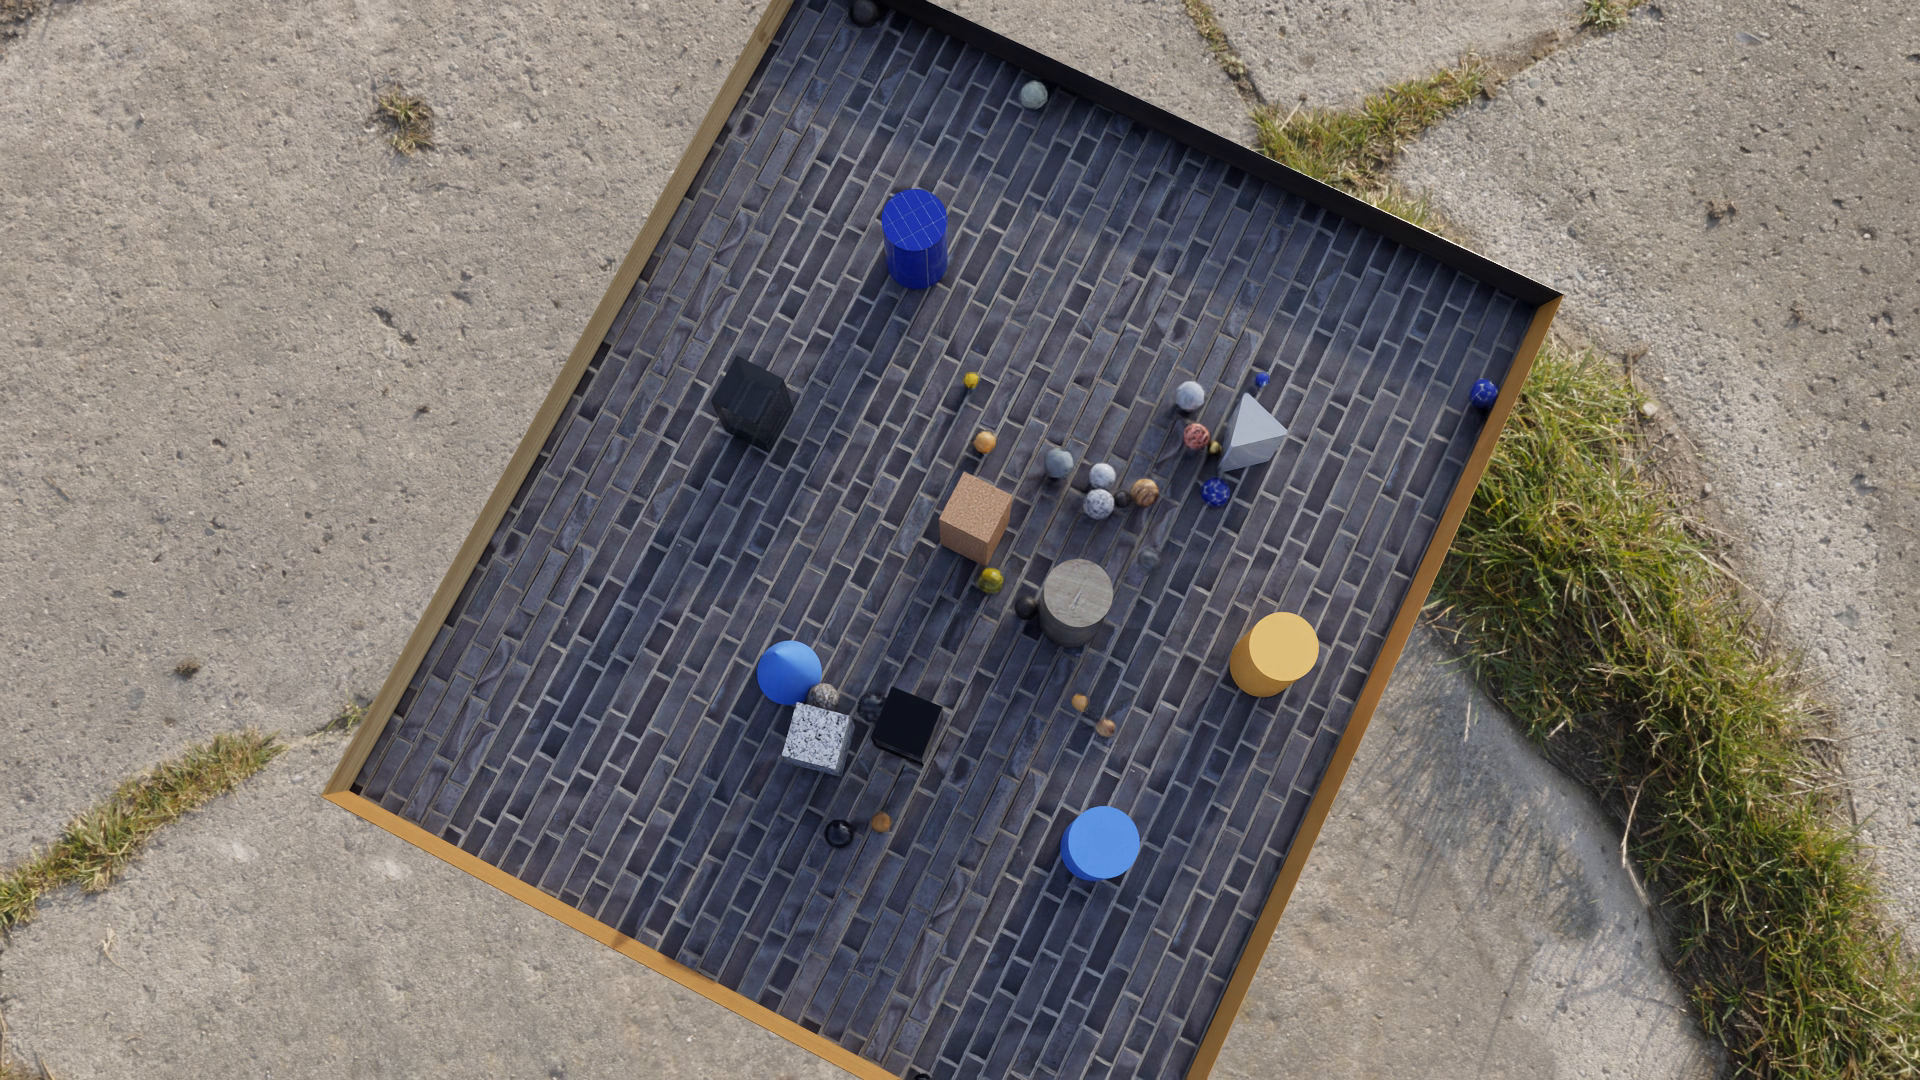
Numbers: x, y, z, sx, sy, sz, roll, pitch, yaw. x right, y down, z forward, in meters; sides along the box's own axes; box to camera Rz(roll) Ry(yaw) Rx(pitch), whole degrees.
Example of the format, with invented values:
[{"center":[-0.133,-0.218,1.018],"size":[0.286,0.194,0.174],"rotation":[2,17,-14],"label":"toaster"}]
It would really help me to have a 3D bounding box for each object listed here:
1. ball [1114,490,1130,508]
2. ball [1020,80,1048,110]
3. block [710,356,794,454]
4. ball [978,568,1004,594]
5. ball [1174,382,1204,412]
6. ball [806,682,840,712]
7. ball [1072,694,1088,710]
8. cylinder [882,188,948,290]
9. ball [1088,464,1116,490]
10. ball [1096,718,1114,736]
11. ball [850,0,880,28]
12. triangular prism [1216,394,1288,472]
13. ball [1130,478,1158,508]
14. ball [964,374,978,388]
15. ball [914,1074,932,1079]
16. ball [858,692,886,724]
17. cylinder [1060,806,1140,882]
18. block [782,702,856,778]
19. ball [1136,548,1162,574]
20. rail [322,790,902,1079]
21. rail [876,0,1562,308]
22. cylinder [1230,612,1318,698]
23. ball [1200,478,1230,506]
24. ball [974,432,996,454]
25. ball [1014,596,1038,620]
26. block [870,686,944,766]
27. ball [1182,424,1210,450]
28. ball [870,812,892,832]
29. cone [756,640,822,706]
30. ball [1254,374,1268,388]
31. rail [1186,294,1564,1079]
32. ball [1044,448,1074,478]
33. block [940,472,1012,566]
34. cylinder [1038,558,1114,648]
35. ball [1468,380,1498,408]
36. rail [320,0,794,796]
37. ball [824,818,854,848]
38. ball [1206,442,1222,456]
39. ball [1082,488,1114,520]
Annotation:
[{"center":[0.496,-0.125,5.615],"size":[0.054,0.054,0.054],"rotation":[0,78,0],"label":"ball"},{"center":[0.237,-1.424,5.866],"size":[0.089,0.089,0.089],"rotation":[0,78,0],"label":"ball"},{"center":[-0.623,-0.405,5.527],"size":[0.157,0.339,0.157],"rotation":[27,80,5],"label":"block"},{"center":[0.092,0.123,5.551],"size":[0.079,0.079,0.079],"rotation":[0,78,0],"label":"ball"},{"center":[0.709,-0.444,5.662],"size":[0.091,0.091,0.091],"rotation":[0,78,0],"label":"ball"},{"center":[-0.409,0.475,5.468],"size":[0.098,0.098,0.098],"rotation":[0,78,0],"label":"ball"},{"center":[0.358,0.485,5.492],"size":[0.048,0.048,0.048],"rotation":[0,78,0],"label":"ball"},{"center":[-0.136,-0.920,5.632],"size":[0.196,0.343,0.196],"rotation":[0,78,0],"label":"cylinder"},{"center":[0.435,-0.194,5.615],"size":[0.082,0.082,0.082],"rotation":[0,78,0],"label":"ball"},{"center":[0.434,0.561,5.473],"size":[0.054,0.054,0.054],"rotation":[0,78,0],"label":"ball"},{"center":[-0.308,-1.702,5.919],"size":[0.097,0.097,0.097],"rotation":[0,78,0],"label":"ball"},{"center":[0.857,-0.331,5.522],"size":[0.170,0.320,0.147],"rotation":[-14,79,-3],"label":"triangular prism"},{"center":[0.563,-0.145,5.602],"size":[0.087,0.087,0.087],"rotation":[0,78,0],"label":"ball"},{"center":[0.034,-0.495,5.695],"size":[0.047,0.047,0.047],"rotation":[0,78,0],"label":"ball"},{"center":[-0.108,1.562,5.265],"size":[0.056,0.056,0.056],"rotation":[0,78,0],"label":"ball"},{"center":[-0.259,0.499,5.465],"size":[0.094,0.094,0.094],"rotation":[0,78,0],"label":"ball"},{"center":[0.395,0.870,5.226],"size":[0.196,0.411,0.196],"rotation":[0,78,0],"label":"cylinder"},{"center":[-0.409,0.585,5.347],"size":[0.157,0.290,0.157],"rotation":[14,79,3],"label":"block"},{"center":[0.575,0.063,5.563],"size":[0.079,0.079,0.079],"rotation":[0,78,0],"label":"ball"},{"center":[-0.669,1.317,5.278],"size":[2.645,0.127,0.045],"rotation":[26,80,5],"label":"rail"},{"center":[0.669,-1.303,5.820],"size":[2.645,0.127,0.045],"rotation":[26,80,5],"label":"rail"},{"center":[0.912,0.339,5.349],"size":[0.196,0.386,0.196],"rotation":[0,78,0],"label":"cylinder"},{"center":[0.780,-0.146,5.602],"size":[0.088,0.088,0.088],"rotation":[0,78,0],"label":"ball"},{"center":[0.076,-0.300,5.645],"size":[0.066,0.066,0.066],"rotation":[0,78,0],"label":"ball"},{"center":[0.200,0.207,5.538],"size":[0.071,0.071,0.071],"rotation":[0,78,0],"label":"ball"},{"center":[-0.152,0.547,5.350],"size":[0.157,0.300,0.157],"rotation":[22,79,4],"label":"block"},{"center":[0.726,-0.316,5.640],"size":[0.083,0.083,0.083],"rotation":[0,78,0],"label":"ball"},{"center":[-0.233,0.834,5.413],"size":[0.061,0.061,0.061],"rotation":[0,78,0],"label":"ball"},{"center":[-0.515,0.356,5.319],"size":[0.196,0.438,0.196],"rotation":[0,78,0],"label":"cone"},{"center":[0.937,-0.495,5.698],"size":[0.042,0.042,0.042],"rotation":[0,78,0],"label":"ball"},{"center":[1.162,0.576,5.431],"size":[0.045,0.127,3.038],"rotation":[26,80,5],"label":"rail"},{"center":[0.302,-0.234,5.618],"size":[0.092,0.092,0.092],"rotation":[0,78,0],"label":"ball"},{"center":[0.046,-0.058,5.442],"size":[0.157,0.365,0.157],"rotation":[26,80,5],"label":"block"},{"center":[0.335,0.190,5.375],"size":[0.196,0.397,0.196],"rotation":[0,78,0],"label":"cylinder"},{"center":[1.618,-0.451,5.665],"size":[0.087,0.087,0.087],"rotation":[0,78,0],"label":"ball"},{"center":[-1.162,-0.562,5.667],"size":[0.045,0.127,3.038],"rotation":[26,80,5],"label":"rail"},{"center":[-0.356,0.865,5.393],"size":[0.088,0.088,0.088],"rotation":[0,78,0],"label":"ball"},{"center":[0.784,-0.280,5.651],"size":[0.046,0.046,0.046],"rotation":[0,78,0],"label":"ball"},{"center":[0.422,-0.109,5.591],"size":[0.095,0.095,0.095],"rotation":[0,78,0],"label":"ball"}]
